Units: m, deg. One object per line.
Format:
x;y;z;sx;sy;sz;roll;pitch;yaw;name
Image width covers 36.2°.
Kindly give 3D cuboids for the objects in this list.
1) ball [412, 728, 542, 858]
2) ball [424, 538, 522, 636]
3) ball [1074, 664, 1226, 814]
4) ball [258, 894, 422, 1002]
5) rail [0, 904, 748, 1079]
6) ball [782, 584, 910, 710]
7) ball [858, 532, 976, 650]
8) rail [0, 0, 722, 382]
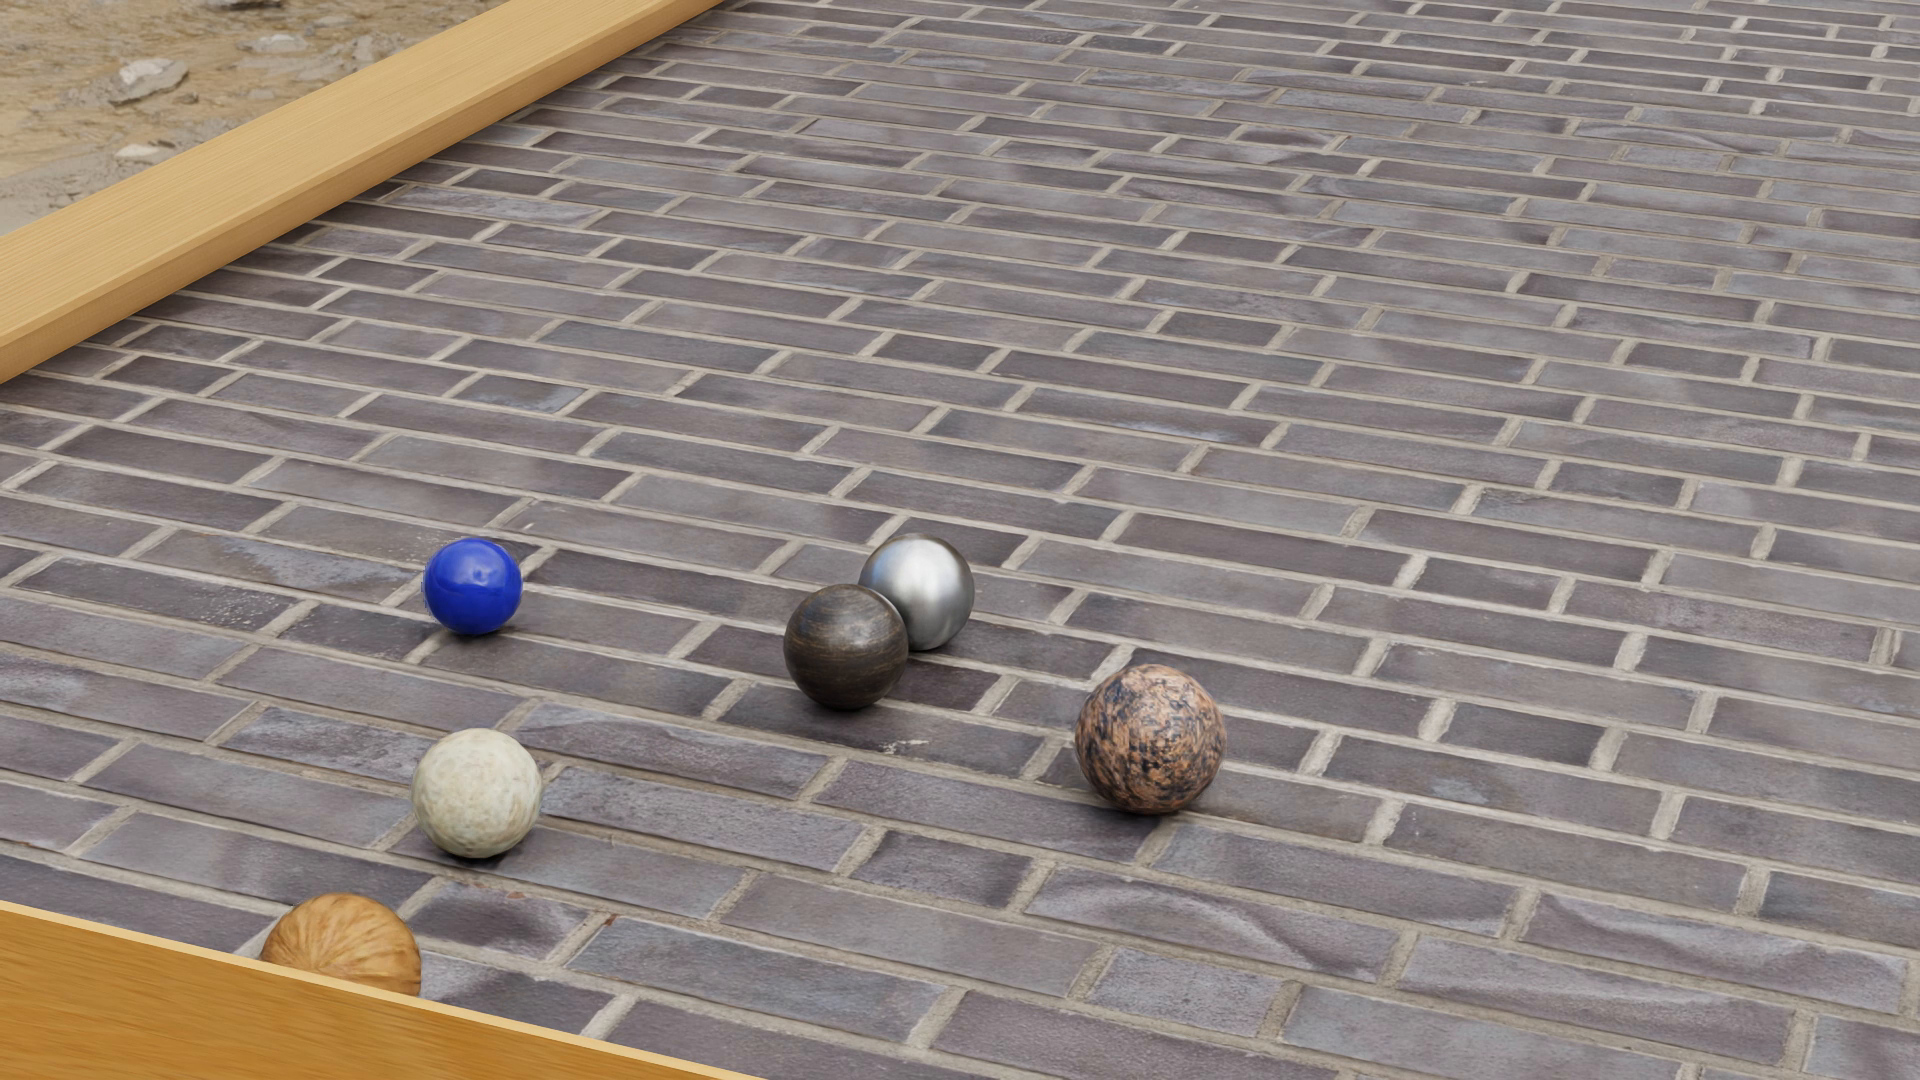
-0.264;0.138;1.609;0.071;0.071;0.071;0;24;0;ball
-0.308;0.029;1.860;0.062;0.062;0.062;0;24;0;ball
0.107;0.112;1.651;0.084;0.084;0.084;0;24;0;ball
-0.303;0.212;1.437;0.079;0.079;0.079;0;24;0;ball
-0.245;0.241;1.335;1.650;0.110;0.045;9;26;19;rail
-0.068;0.064;1.767;0.076;0.076;0.076;0;24;0;ball
-0.027;0.032;1.839;0.074;0.074;0.074;0;24;0;ball
-0.492;-0.406;2.757;0.045;0.110;2.774;9;26;19;rail
